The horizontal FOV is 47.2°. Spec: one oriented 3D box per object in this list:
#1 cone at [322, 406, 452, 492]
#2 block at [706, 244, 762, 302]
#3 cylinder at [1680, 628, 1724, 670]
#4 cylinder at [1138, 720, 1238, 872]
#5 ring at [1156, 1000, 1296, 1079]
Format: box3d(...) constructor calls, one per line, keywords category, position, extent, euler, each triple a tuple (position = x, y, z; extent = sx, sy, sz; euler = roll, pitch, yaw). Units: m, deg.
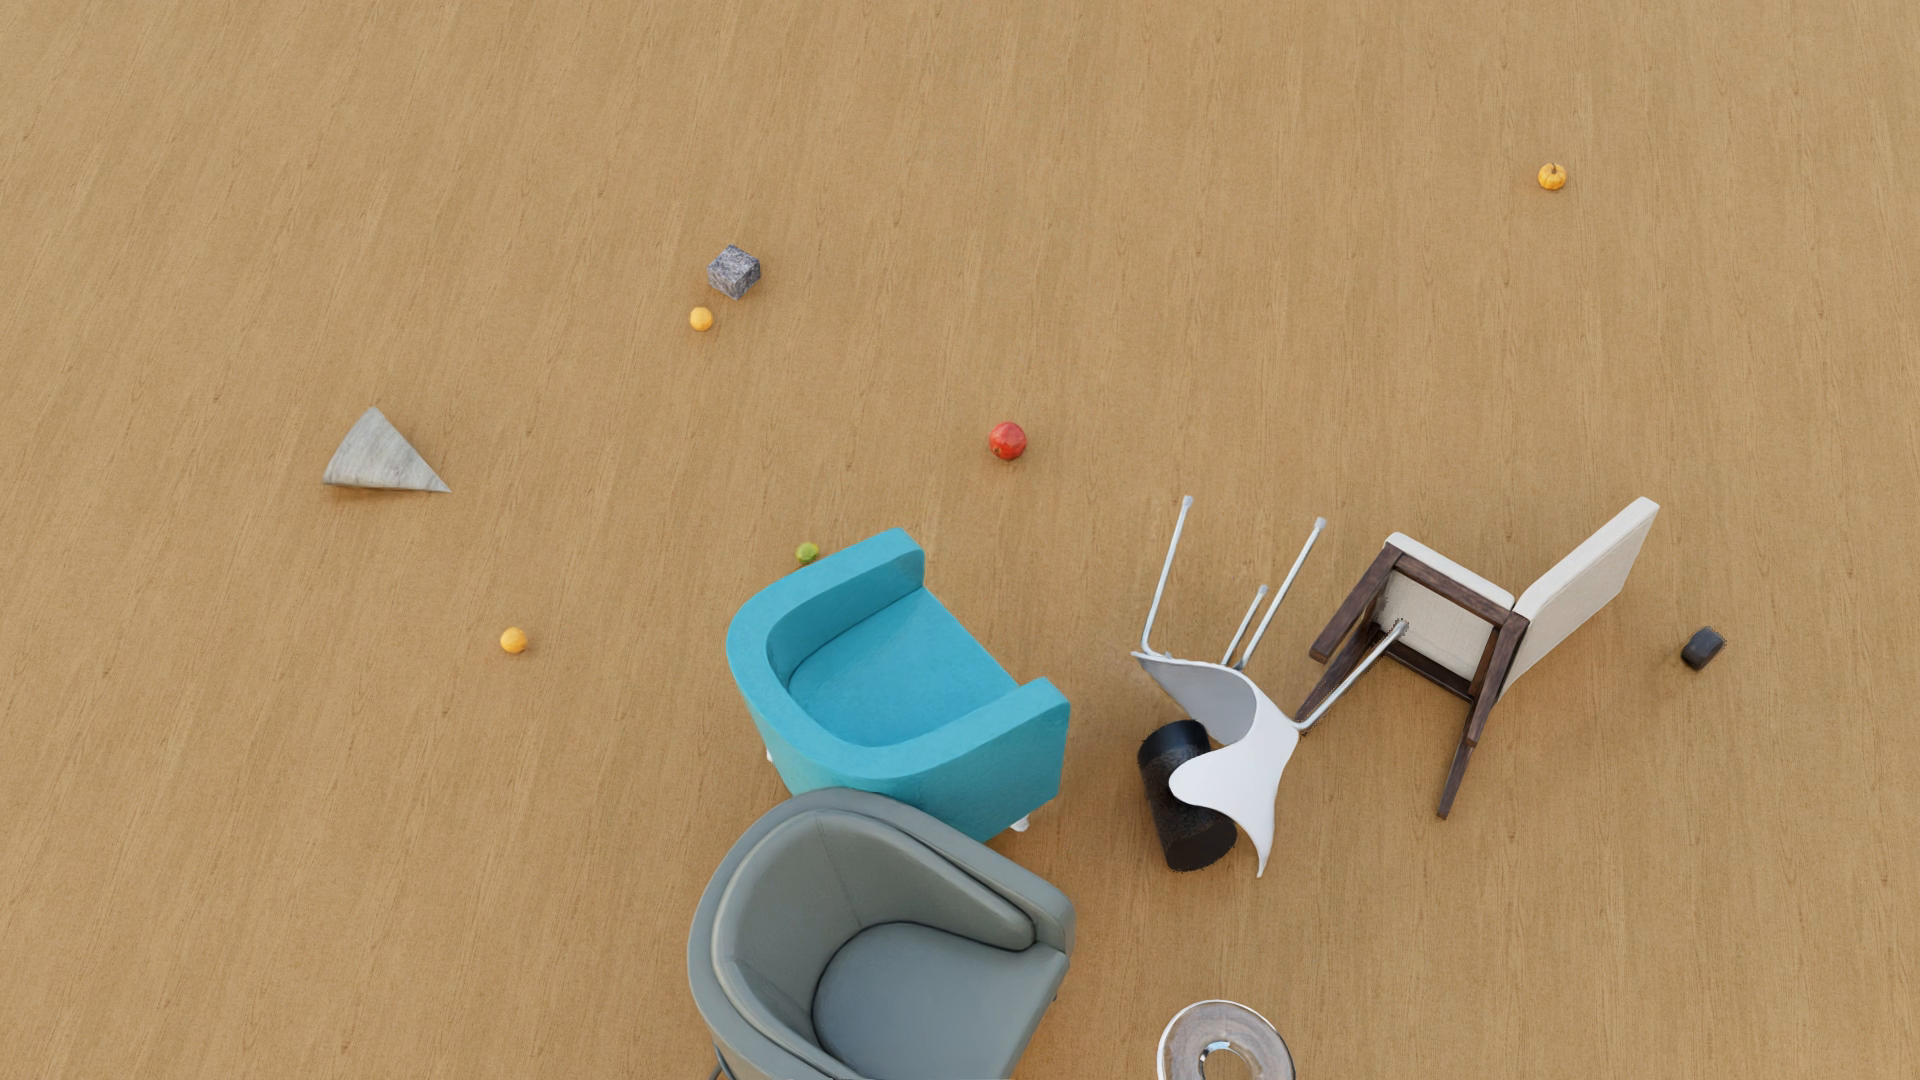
box3d(category="cone", position=(-1.699, -0.216, 6.679), extent=(0.351, 0.131, 0.315), euler=(24, 56, 3))
box3d(category="block", position=(-0.730, -0.865, 7.103), extent=(0.118, 0.085, 0.124), euler=(31, 61, 19))
box3d(category="cylinder", position=(2.125, 0.311, 6.298), extent=(0.113, 0.111, 0.063), euler=(-20, 54, -44))
box3d(category="cylinder", position=(0.611, 0.691, 5.937), extent=(0.191, 0.289, 0.308), euler=(-6, 56, -13))
box3d(category="ring", position=(0.680, 1.357, 5.605), extent=(0.348, 0.099, 0.394), euler=(-20, 59, -14))
